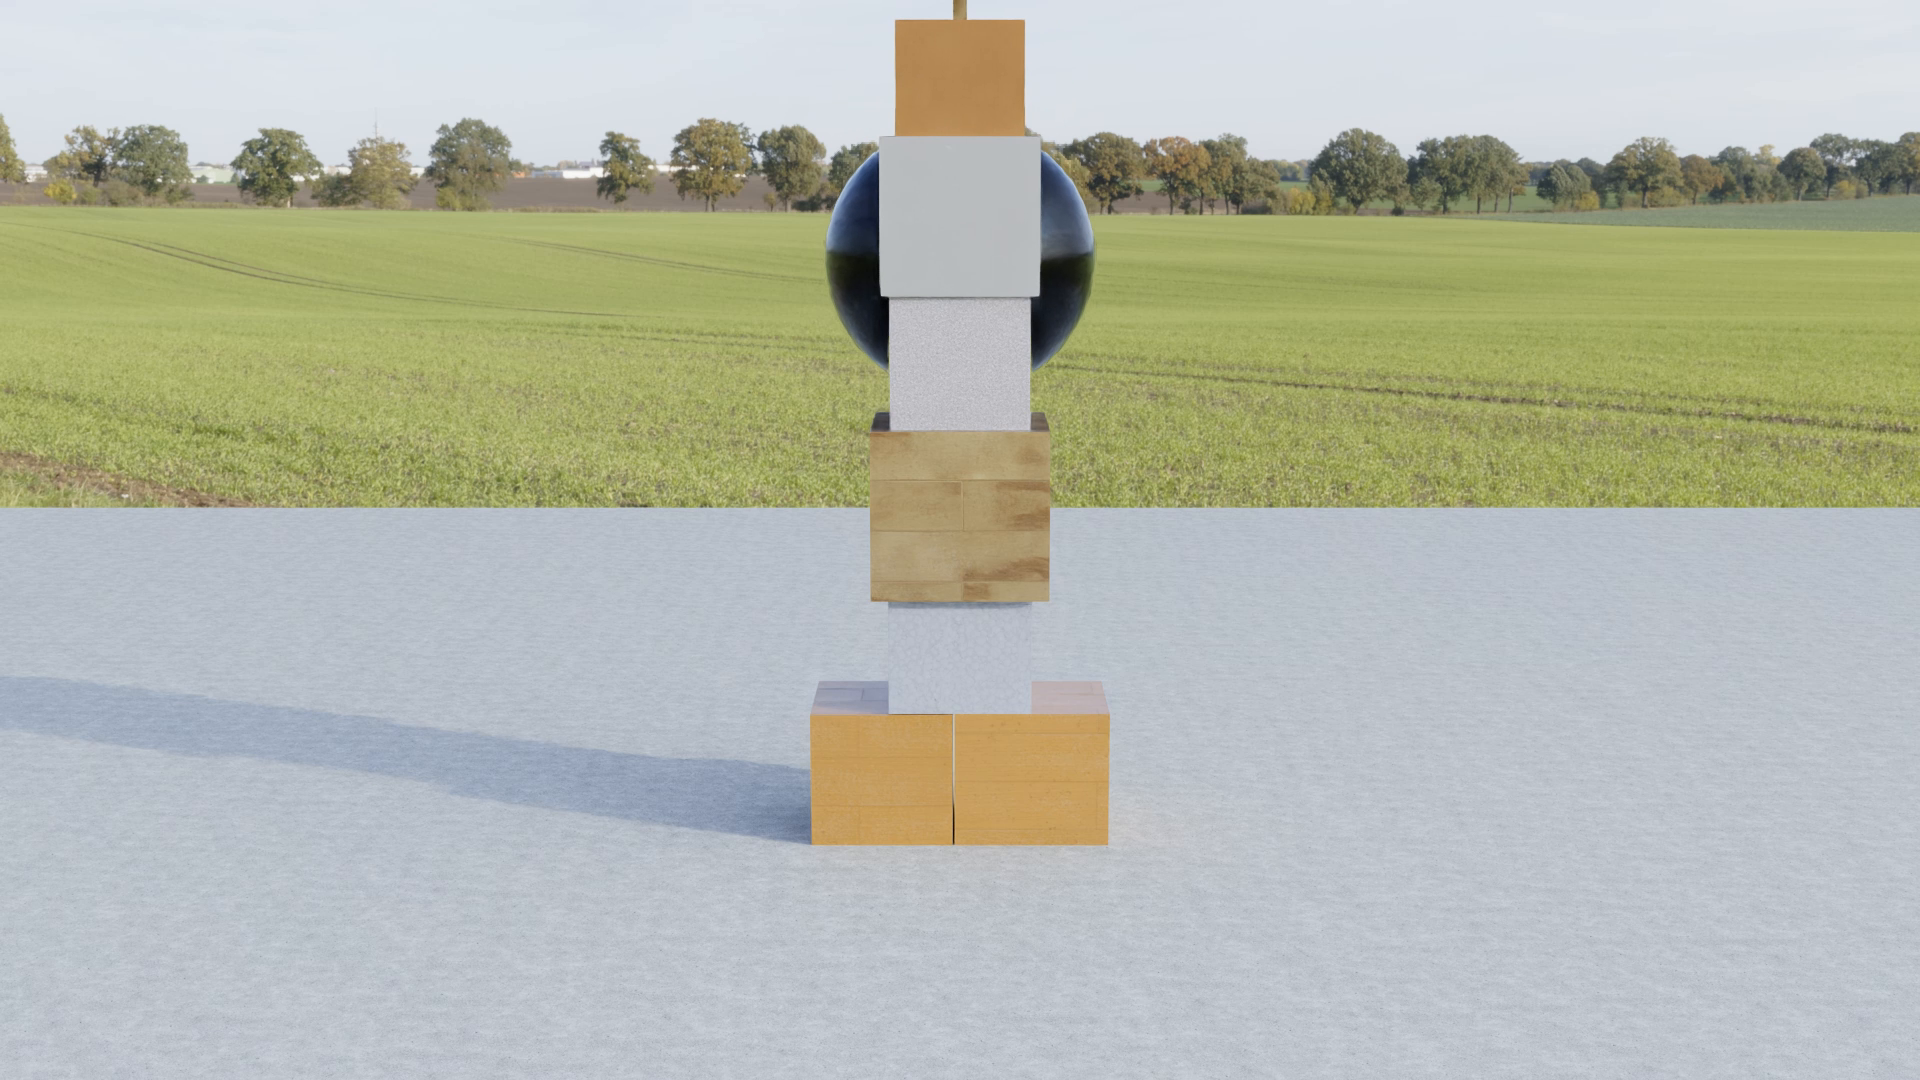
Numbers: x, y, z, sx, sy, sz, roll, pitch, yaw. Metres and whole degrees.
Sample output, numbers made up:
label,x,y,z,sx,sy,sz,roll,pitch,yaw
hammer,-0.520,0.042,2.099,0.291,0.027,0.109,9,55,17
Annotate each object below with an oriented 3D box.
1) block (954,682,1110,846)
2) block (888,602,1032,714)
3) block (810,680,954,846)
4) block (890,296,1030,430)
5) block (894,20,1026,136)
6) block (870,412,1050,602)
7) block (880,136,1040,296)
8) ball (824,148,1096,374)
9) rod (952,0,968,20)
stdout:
label,x,y,z,sx,sy,sz,roll,pitch,yaw
block,0.361,1.143,11.372,0.775,0.681,0.685,0,10,0
block,0.000,0.516,11.279,0.711,0.587,0.716,0,10,0
block,-0.393,1.144,11.380,0.711,0.678,0.701,0,10,0
block,0.000,-0.921,11.033,0.685,0.651,0.695,0,10,0
block,0.000,-2.257,10.786,0.619,0.547,0.601,0,10,0
block,0.000,-0.182,11.130,0.878,0.839,0.807,0,10,0
block,0.000,-1.611,10.882,0.770,0.760,0.706,0,10,0
ball,0.000,-1.659,12.987,1.600,1.600,1.600,0,10,0
rod,0.000,-4.588,11.260,0.080,5.200,0.080,0,31,0
